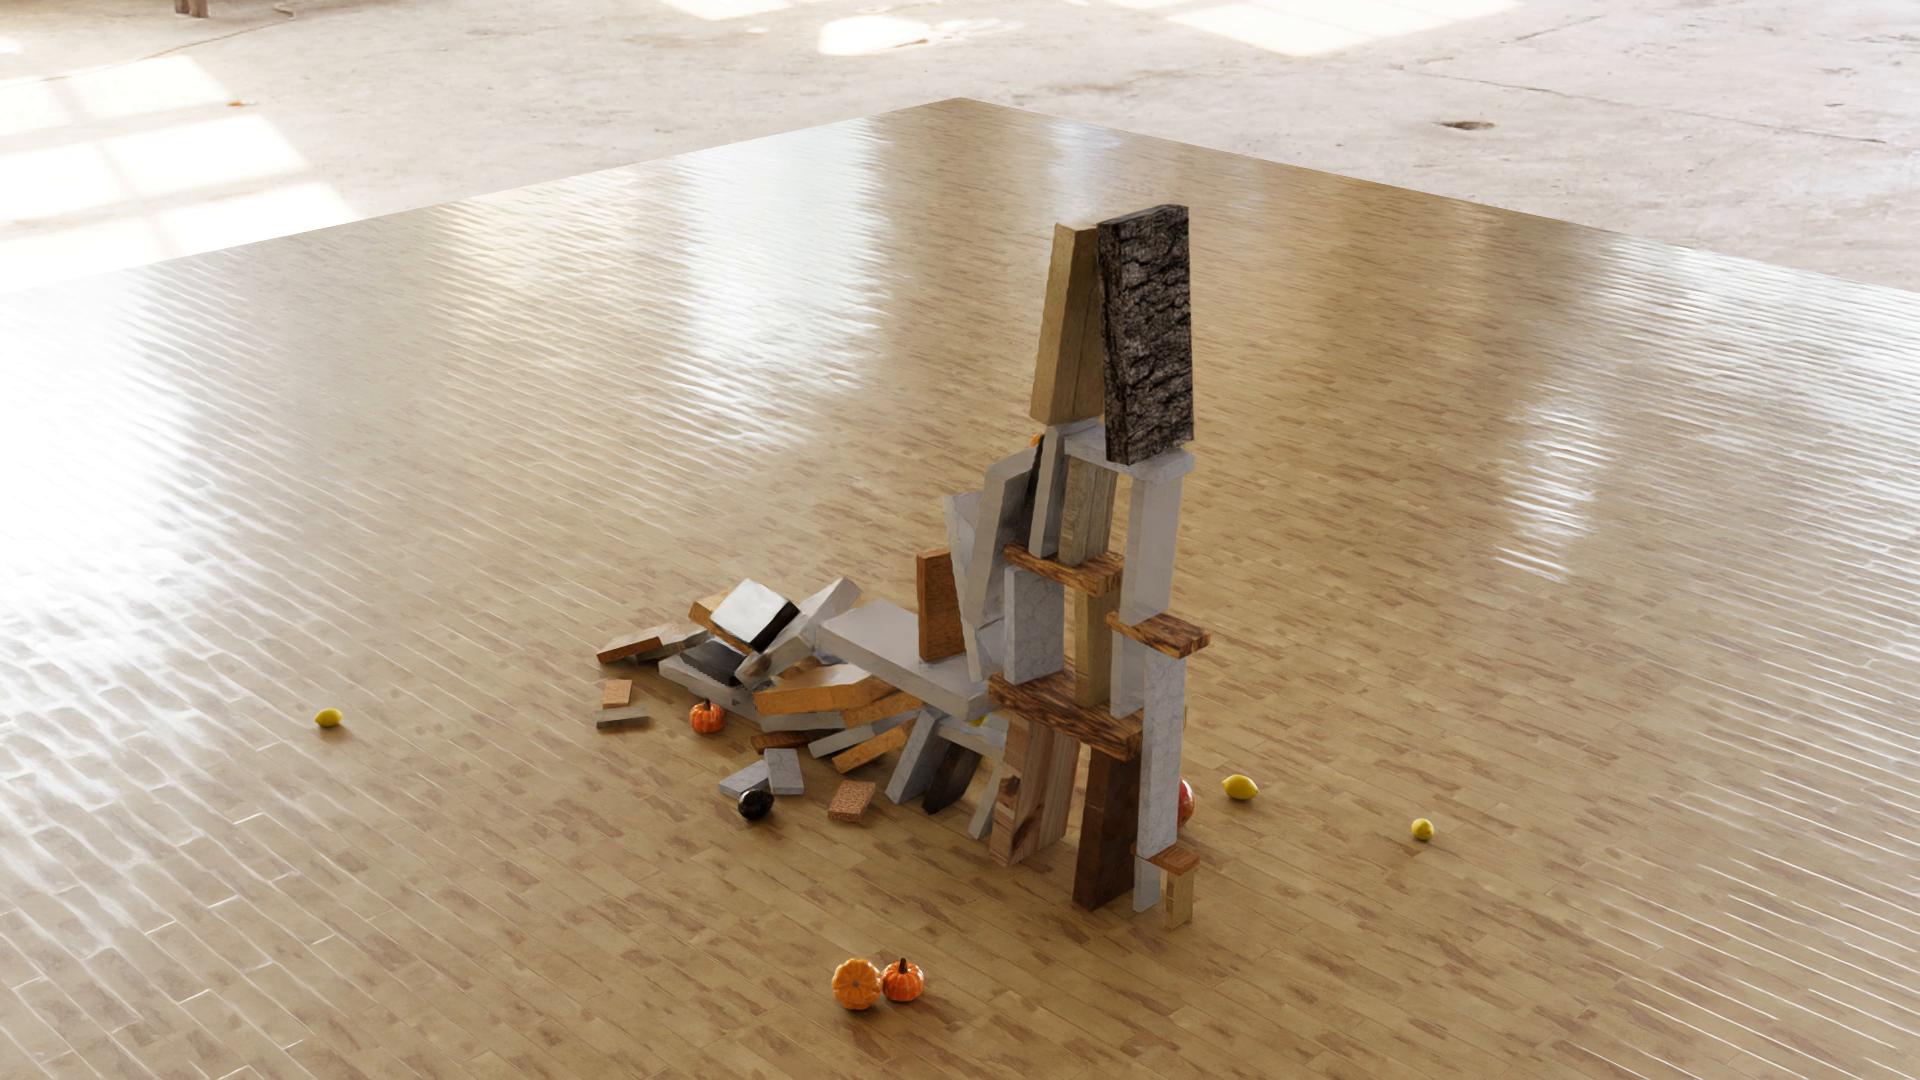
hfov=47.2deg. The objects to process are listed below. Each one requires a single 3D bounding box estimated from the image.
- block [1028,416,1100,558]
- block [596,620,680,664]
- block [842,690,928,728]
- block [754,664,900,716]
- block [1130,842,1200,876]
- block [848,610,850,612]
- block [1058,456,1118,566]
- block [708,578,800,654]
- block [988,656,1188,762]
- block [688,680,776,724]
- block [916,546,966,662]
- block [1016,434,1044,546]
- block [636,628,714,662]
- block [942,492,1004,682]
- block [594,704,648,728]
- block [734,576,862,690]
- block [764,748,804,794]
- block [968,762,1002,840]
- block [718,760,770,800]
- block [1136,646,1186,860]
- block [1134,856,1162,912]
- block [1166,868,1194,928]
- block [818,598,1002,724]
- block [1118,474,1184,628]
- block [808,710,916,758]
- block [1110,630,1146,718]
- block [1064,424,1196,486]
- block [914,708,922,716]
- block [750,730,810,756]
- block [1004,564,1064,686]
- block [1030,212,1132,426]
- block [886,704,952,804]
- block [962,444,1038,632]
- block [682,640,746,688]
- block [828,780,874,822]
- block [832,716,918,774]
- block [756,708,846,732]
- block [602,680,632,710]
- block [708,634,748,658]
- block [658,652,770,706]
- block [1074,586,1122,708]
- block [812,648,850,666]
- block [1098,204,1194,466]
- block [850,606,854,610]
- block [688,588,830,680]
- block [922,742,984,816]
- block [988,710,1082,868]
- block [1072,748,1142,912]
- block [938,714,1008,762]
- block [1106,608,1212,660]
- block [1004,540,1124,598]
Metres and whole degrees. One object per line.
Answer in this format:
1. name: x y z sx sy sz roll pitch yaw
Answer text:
1. block: 0.187 -0.101 3.961 0.108 0.266 0.031 -22 41 -40
2. block: -0.743 0.236 5.081 0.180 0.026 0.090 -16 15 26
3. block: -0.112 0.322 4.472 0.132 0.037 0.264 -22 1 -41
4. block: -0.259 0.308 4.634 0.178 0.050 0.356 -22 8 -40
5. block: 0.378 0.582 4.066 0.118 0.017 0.059 21 31 40
6. block: -0.133 0.250 4.985 0.156 0.044 0.312 20 9 -31
7. block: 0.231 -0.064 3.944 0.030 0.210 0.105 29 36 36
8. block: -0.449 0.162 4.774 0.125 0.035 0.250 -48 27 -11
9. block: 0.235 0.304 4.093 0.344 0.049 0.172 21 31 41
10. block: -0.484 0.340 4.916 0.236 0.033 0.118 20 30 38
11. block: -0.029 0.123 4.317 0.108 0.216 0.031 -13 22 -29
12. block: 0.170 -0.100 4.009 0.031 0.216 0.108 33 34 33
13. block: -0.658 0.241 5.063 0.180 0.025 0.090 -14 8 44
14. block: 0.052 0.086 4.247 0.125 0.360 0.035 -9 0 -38
15. block: -0.744 0.388 4.826 0.113 0.016 0.057 -6 24 -14
16. block: -0.347 0.199 4.669 0.178 0.050 0.356 -52 11 -30
17. block: -0.366 0.480 4.566 0.065 0.018 0.130 2 32 -15
18. block: 0.088 0.498 4.336 0.101 0.202 0.029 -22 55 -41
19. block: -0.433 0.497 4.565 0.065 0.018 0.131 18 29 35
20. block: 0.366 0.375 3.982 0.024 0.429 0.085 22 32 39
21. block: 0.351 0.633 4.117 0.017 0.118 0.059 21 31 41
22. block: 0.407 0.655 4.066 0.059 0.118 0.017 -21 31 -41
23. block: -0.075 0.236 4.392 0.427 0.050 0.178 24 33 39
24. block: 0.336 0.009 3.867 0.030 0.280 0.105 26 34 38
25. block: -0.206 0.401 4.614 0.118 0.033 0.236 -22 -2 -40
26. block: 0.311 0.231 3.982 0.024 0.171 0.086 21 31 40
27. block: 0.295 -0.151 3.842 0.210 0.030 0.105 21 31 39
28. block: -0.051 0.363 4.877 0.184 0.023 0.080 -9 25 -20
29. block: -0.386 0.433 4.720 0.113 0.016 0.057 -8 24 -19
30. block: 0.138 0.146 4.103 0.116 0.232 0.033 -16 28 -31
31. block: 0.225 -0.384 3.827 0.177 0.355 0.050 -14 32 -39
32. block: -0.055 0.417 4.454 0.132 0.264 0.037 -22 57 -41
33. block: 0.106 -0.010 4.112 0.177 0.355 0.050 -25 49 -37
34. block: -0.532 0.276 4.906 0.090 0.025 0.180 -19 30 -38
35. block: -0.221 0.532 4.484 0.065 0.018 0.130 5 23 11
36. block: -0.139 0.412 4.548 0.132 0.037 0.264 -22 -6 -40
37. block: -0.277 0.359 4.712 0.156 0.044 0.312 -22 9 -41
38. block: -0.767 0.346 4.924 0.057 0.016 0.113 -1 23 -3
39. block: -0.530 0.251 5.135 0.096 0.027 0.193 -15 27 -31
40. block: -0.550 0.302 4.921 0.236 0.033 0.118 19 29 37
41. block: 0.262 0.181 4.021 0.116 0.232 0.033 -22 30 -40
42. block: -0.253 0.249 4.963 0.125 0.035 0.250 34 13 38
43. block: 0.318 -0.349 3.736 0.050 0.412 0.177 15 27 42
44. block: -0.282 0.210 5.231 0.096 0.027 0.193 -7 24 -16
45. block: -0.441 0.218 4.941 0.312 0.044 0.156 31 21 17
46. block: -0.004 0.460 4.427 0.029 0.202 0.101 42 41 22
47. block: 0.152 0.453 4.248 0.049 0.344 0.172 30 36 35
48. block: 0.303 0.512 4.109 0.172 0.344 0.049 -21 37 -41
49. block: 0.063 0.383 4.307 0.202 0.029 0.101 19 30 41
50. block: 0.352 0.159 3.907 0.171 0.024 0.085 24 33 39
51. block: 0.204 0.039 4.016 0.116 0.033 0.232 -22 31 -40
